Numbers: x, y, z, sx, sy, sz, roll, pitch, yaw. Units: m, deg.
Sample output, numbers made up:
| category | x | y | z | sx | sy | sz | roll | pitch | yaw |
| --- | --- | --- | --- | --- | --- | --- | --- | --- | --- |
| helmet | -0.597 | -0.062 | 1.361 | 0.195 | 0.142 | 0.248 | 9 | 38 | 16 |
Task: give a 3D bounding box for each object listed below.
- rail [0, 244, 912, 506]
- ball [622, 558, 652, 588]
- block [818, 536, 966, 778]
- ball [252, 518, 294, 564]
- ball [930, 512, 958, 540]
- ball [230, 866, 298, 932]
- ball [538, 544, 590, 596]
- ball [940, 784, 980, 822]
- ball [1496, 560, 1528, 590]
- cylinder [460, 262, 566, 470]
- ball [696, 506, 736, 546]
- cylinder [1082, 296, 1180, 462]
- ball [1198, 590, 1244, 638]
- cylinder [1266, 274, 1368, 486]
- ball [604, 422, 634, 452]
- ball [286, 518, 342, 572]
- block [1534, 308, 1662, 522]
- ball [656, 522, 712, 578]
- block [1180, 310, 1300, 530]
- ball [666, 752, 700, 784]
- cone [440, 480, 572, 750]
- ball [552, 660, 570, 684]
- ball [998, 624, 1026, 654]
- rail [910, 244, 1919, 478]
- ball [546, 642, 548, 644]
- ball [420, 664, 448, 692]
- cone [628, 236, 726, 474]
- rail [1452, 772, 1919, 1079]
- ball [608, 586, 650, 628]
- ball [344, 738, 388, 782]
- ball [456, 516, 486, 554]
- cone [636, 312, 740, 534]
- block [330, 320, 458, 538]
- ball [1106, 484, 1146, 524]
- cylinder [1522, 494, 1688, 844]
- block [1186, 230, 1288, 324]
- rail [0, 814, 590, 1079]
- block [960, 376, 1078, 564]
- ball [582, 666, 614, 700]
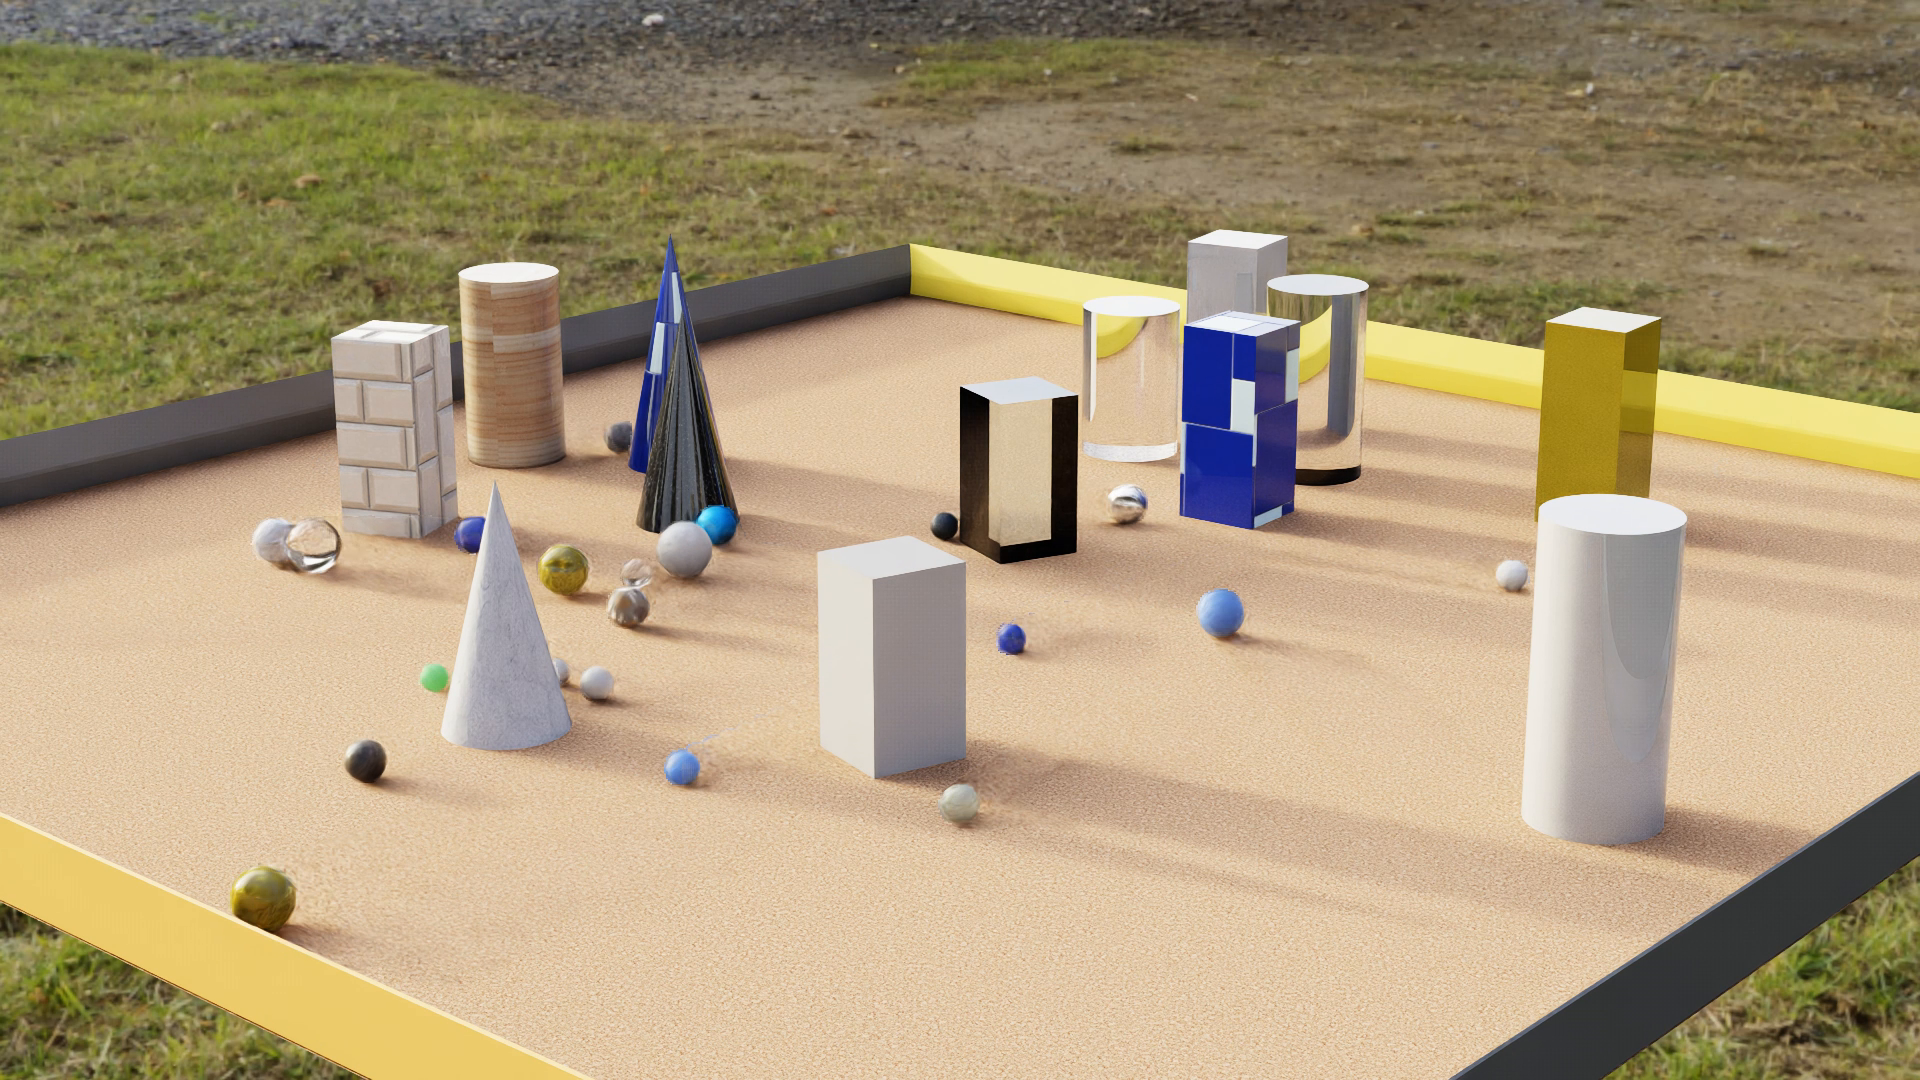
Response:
| category | x | y | z | sx | sy | sz | roll | pitch | yaw |
| --- | --- | --- | --- | --- | --- | --- | --- | --- | --- |
| rail | -1.311 | -0.296 | 6.210 | 0.045 | 0.129 | 3.663 | 14 | 22 | 39 |
| ball | -0.570 | 0.059 | 5.169 | 0.052 | 0.052 | 0.052 | 0 | 17 | 0 |
| block | -0.101 | 0.171 | 4.355 | 0.159 | 0.306 | 0.159 | -10 | 20 | -31 |
| ball | -1.239 | 0.001 | 5.310 | 0.082 | 0.082 | 0.082 | 0 | 17 | 0 |
| ball | -0.030 | -0.026 | 5.450 | 0.053 | 0.053 | 0.053 | 0 | 17 | 0 |
| ball | -0.897 | 0.461 | 3.776 | 0.085 | 0.085 | 0.085 | 0 | 17 | 0 |
| ball | -0.694 | 0.052 | 5.128 | 0.089 | 0.089 | 0.089 | 0 | 17 | 0 |
| ball | 0.000 | 0.371 | 4.129 | 0.055 | 0.055 | 0.055 | 0 | 17 | 0 |
| ball | 0.971 | 0.062 | 5.154 | 0.055 | 0.055 | 0.055 | 0 | 17 | 0 |
| cylinder | -0.910 | -0.356 | 5.969 | 0.199 | 0.385 | 0.199 | 0 | 17 | 0 |
| ball | -0.450 | -0.026 | 5.417 | 0.072 | 0.072 | 0.072 | 0 | 17 | 0 |
| cylinder | 0.351 | -0.333 | 6.035 | 0.199 | 0.303 | 0.199 | 0 | 17 | 0 |
| ball | 0.437 | 0.124 | 4.908 | 0.078 | 0.078 | 0.078 | 0 | 17 | 0 |
| cylinder | 0.707 | -0.320 | 5.850 | 0.199 | 0.385 | 0.199 | 0 | 17 | 0 |
| ball | -0.702 | -0.212 | 6.047 | 0.064 | 0.064 | 0.064 | 0 | 17 | 0 |
| ball | -1.158 | 0.009 | 5.255 | 0.097 | 0.097 | 0.097 | 0 | 17 | 0 |
| block | 1.202 | -0.225 | 5.529 | 0.159 | 0.389 | 0.159 | 12 | 21 | 35 |
| ball | -0.491 | 0.017 | 5.225 | 0.099 | 0.099 | 0.099 | 0 | 17 | 0 |
| block | 0.531 | -0.230 | 5.571 | 0.159 | 0.373 | 0.159 | 12 | 21 | 35 |
| ball | -0.403 | 0.332 | 4.270 | 0.049 | 0.049 | 0.049 | 0 | 17 | 0 |
| cone | -0.696 | 0.097 | 4.444 | 0.199 | 0.397 | 0.199 | 0 | 17 | 0 |
| ball | -0.644 | 0.211 | 4.683 | 0.041 | 0.041 | 0.041 | 0 | 17 | 0 |
| ball | 0.085 | 0.162 | 4.832 | 0.049 | 0.049 | 0.049 | 0 | 17 | 0 |
| rail | 1.185 | -0.361 | 6.427 | 3.520 | 0.129 | 0.045 | 14 | 22 | 39 |
| ball | -0.699 | 0.172 | 4.801 | 0.047 | 0.047 | 0.047 | 0 | 17 | 0 |
| ball | -0.834 | 0.219 | 4.651 | 0.045 | 0.045 | 0.045 | 0 | 17 | 0 |
| cone | -0.577 | -0.385 | 5.909 | 0.199 | 0.475 | 0.199 | 0 | 17 | 0 |
| rail | 1.311 | 0.361 | 4.030 | 0.045 | 0.129 | 3.663 | 14 | 22 | 39 |
| ball | -0.560 | 0.113 | 4.958 | 0.069 | 0.069 | 0.069 | 0 | 17 | 0 |
| ball | -0.868 | 0.321 | 4.281 | 0.062 | 0.062 | 0.062 | 0 | 17 | 0 |
| ball | -0.888 | -0.010 | 5.370 | 0.069 | 0.069 | 0.069 | 0 | 17 | 0 |
| cone | -0.518 | -0.233 | 5.519 | 0.199 | 0.410 | 0.199 | 0 | 17 | 0 |
| block | -1.059 | -0.209 | 5.503 | 0.159 | 0.372 | 0.159 | 5 | 18 | 17 |
| ball | 0.316 | -0.068 | 5.553 | 0.075 | 0.075 | 0.075 | 0 | 17 | 0 |
| cylinder | 0.895 | 0.179 | 4.086 | 0.199 | 0.448 | 0.199 | 0 | 17 | 0 |
| block | 0.588 | -0.447 | 6.252 | 0.159 | 0.395 | 0.159 | 9 | 19 | 28 |
| rail | -1.185 | 0.426 | 3.813 | 3.520 | 0.129 | 0.045 | 14 | 22 | 39 |
| block | 0.107 | -0.129 | 5.368 | 0.159 | 0.298 | 0.159 | -8 | 19 | -26 |
| ball | -0.570 | 0.225 | 4.616 | 0.052 | 0.052 | 0.052 | 0 | 17 | 0 |
